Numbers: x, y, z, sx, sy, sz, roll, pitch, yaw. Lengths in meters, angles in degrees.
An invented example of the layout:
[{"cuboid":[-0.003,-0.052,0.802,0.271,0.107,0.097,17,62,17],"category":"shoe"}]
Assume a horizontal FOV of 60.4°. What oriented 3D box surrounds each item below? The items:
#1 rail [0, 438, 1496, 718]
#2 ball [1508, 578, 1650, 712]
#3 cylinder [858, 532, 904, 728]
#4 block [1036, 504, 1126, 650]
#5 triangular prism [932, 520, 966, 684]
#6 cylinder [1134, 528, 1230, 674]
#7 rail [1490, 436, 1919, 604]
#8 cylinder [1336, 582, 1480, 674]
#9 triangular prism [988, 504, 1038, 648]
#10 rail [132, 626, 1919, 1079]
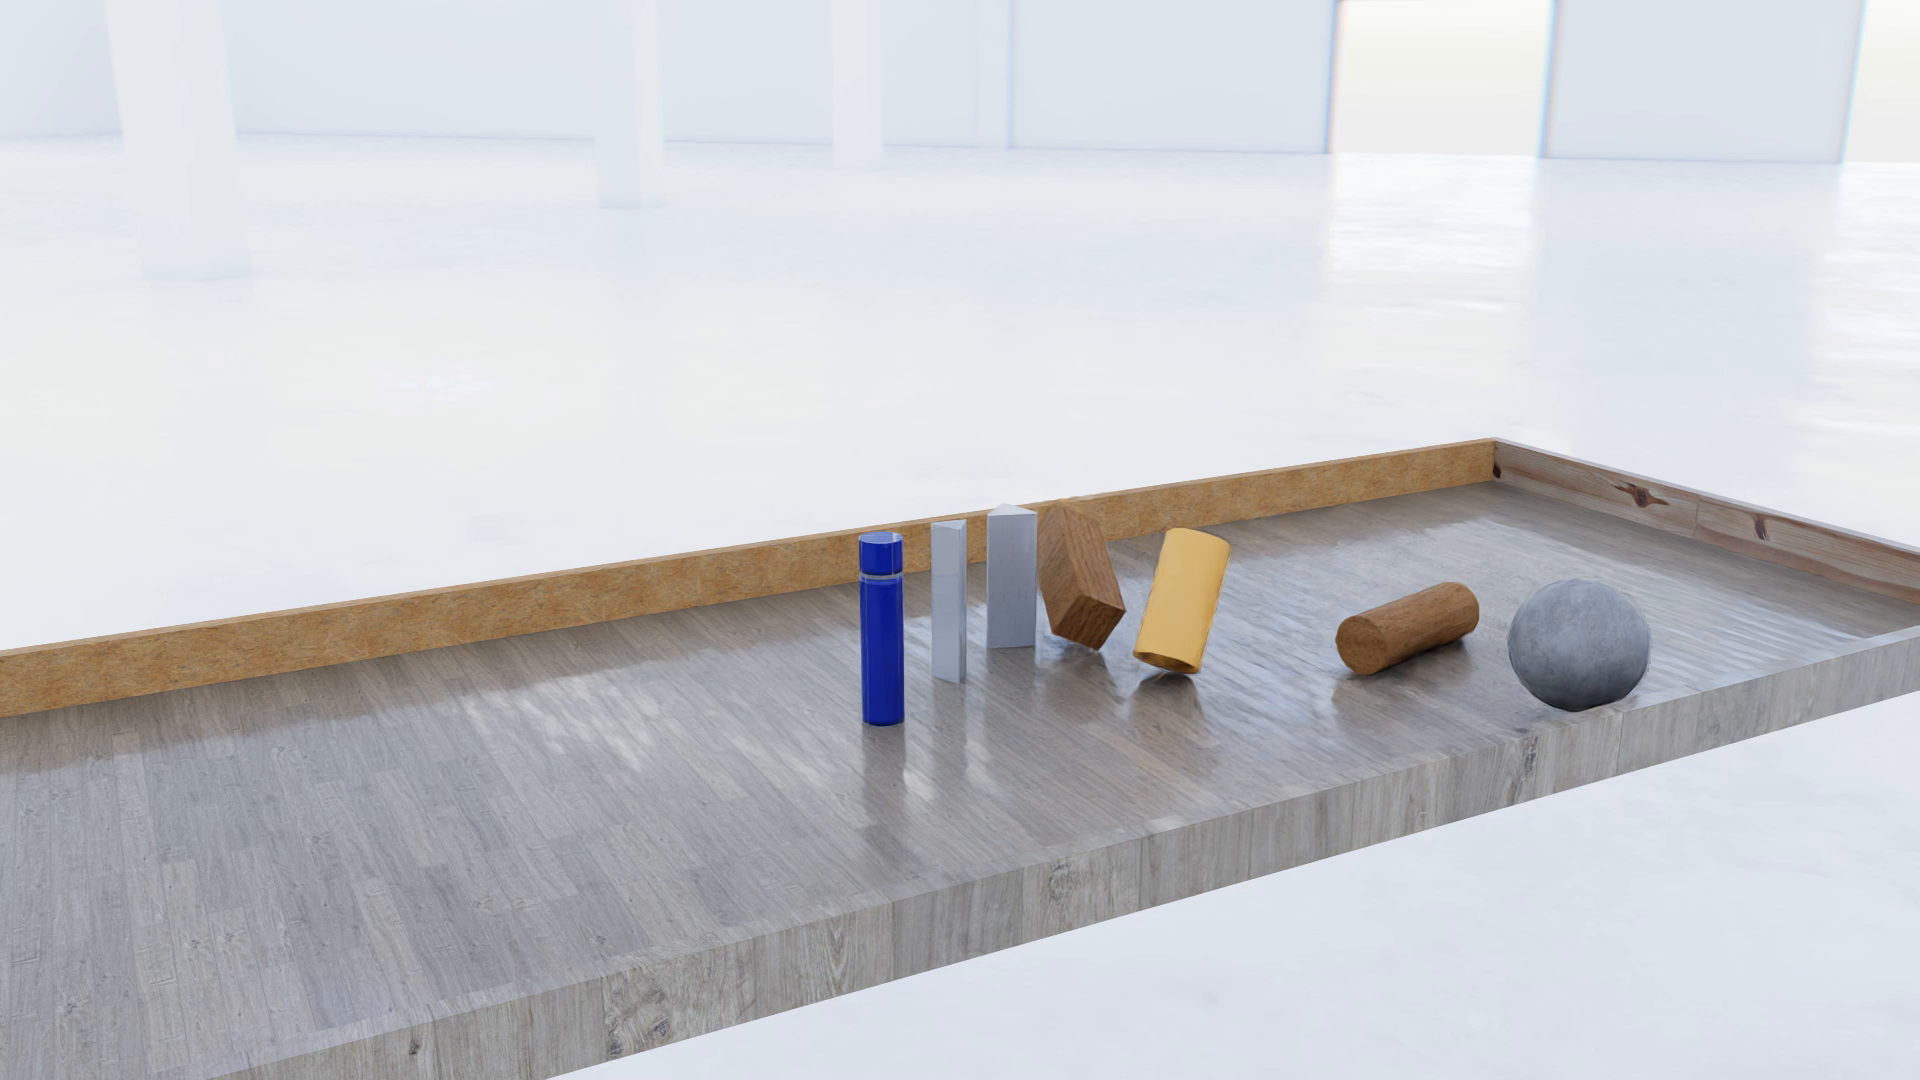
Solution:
[{"cuboid":[-3.305,0.497,3.399,12.000,0.150,0.050,-9,18,-27],"category":"rail"},{"cuboid":[1.452,0.248,3.876,0.313,0.313,0.313,0,16,0],"category":"ball"},{"cuboid":[-0.181,0.210,3.843,0.101,0.450,0.101,0,16,0],"category":"cylinder"},{"cuboid":[0.314,0.097,4.472,0.143,0.143,0.424,21,29,-20],"category":"block"},{"cuboid":[-0.011,0.150,4.130,0.091,0.402,0.079,13,21,38],"category":"triangular prism"},{"cuboid":[0.563,0.155,4.176,0.169,0.330,0.169,16,-14,4],"category":"cylinder"},{"cuboid":[2.466,-0.048,5.253,0.050,0.150,2.100,-9,18,-27],"category":"rail"},{"cuboid":[1.175,0.227,4.314,0.431,0.153,0.153,-14,22,-40],"category":"cylinder"},{"cuboid":[0.127,0.092,4.393,0.132,0.366,0.114,-3,17,-10],"category":"triangular prism"},{"cuboid":[-2.336,1.006,1.665,12.000,0.150,0.050,-9,18,-27],"category":"rail"}]
